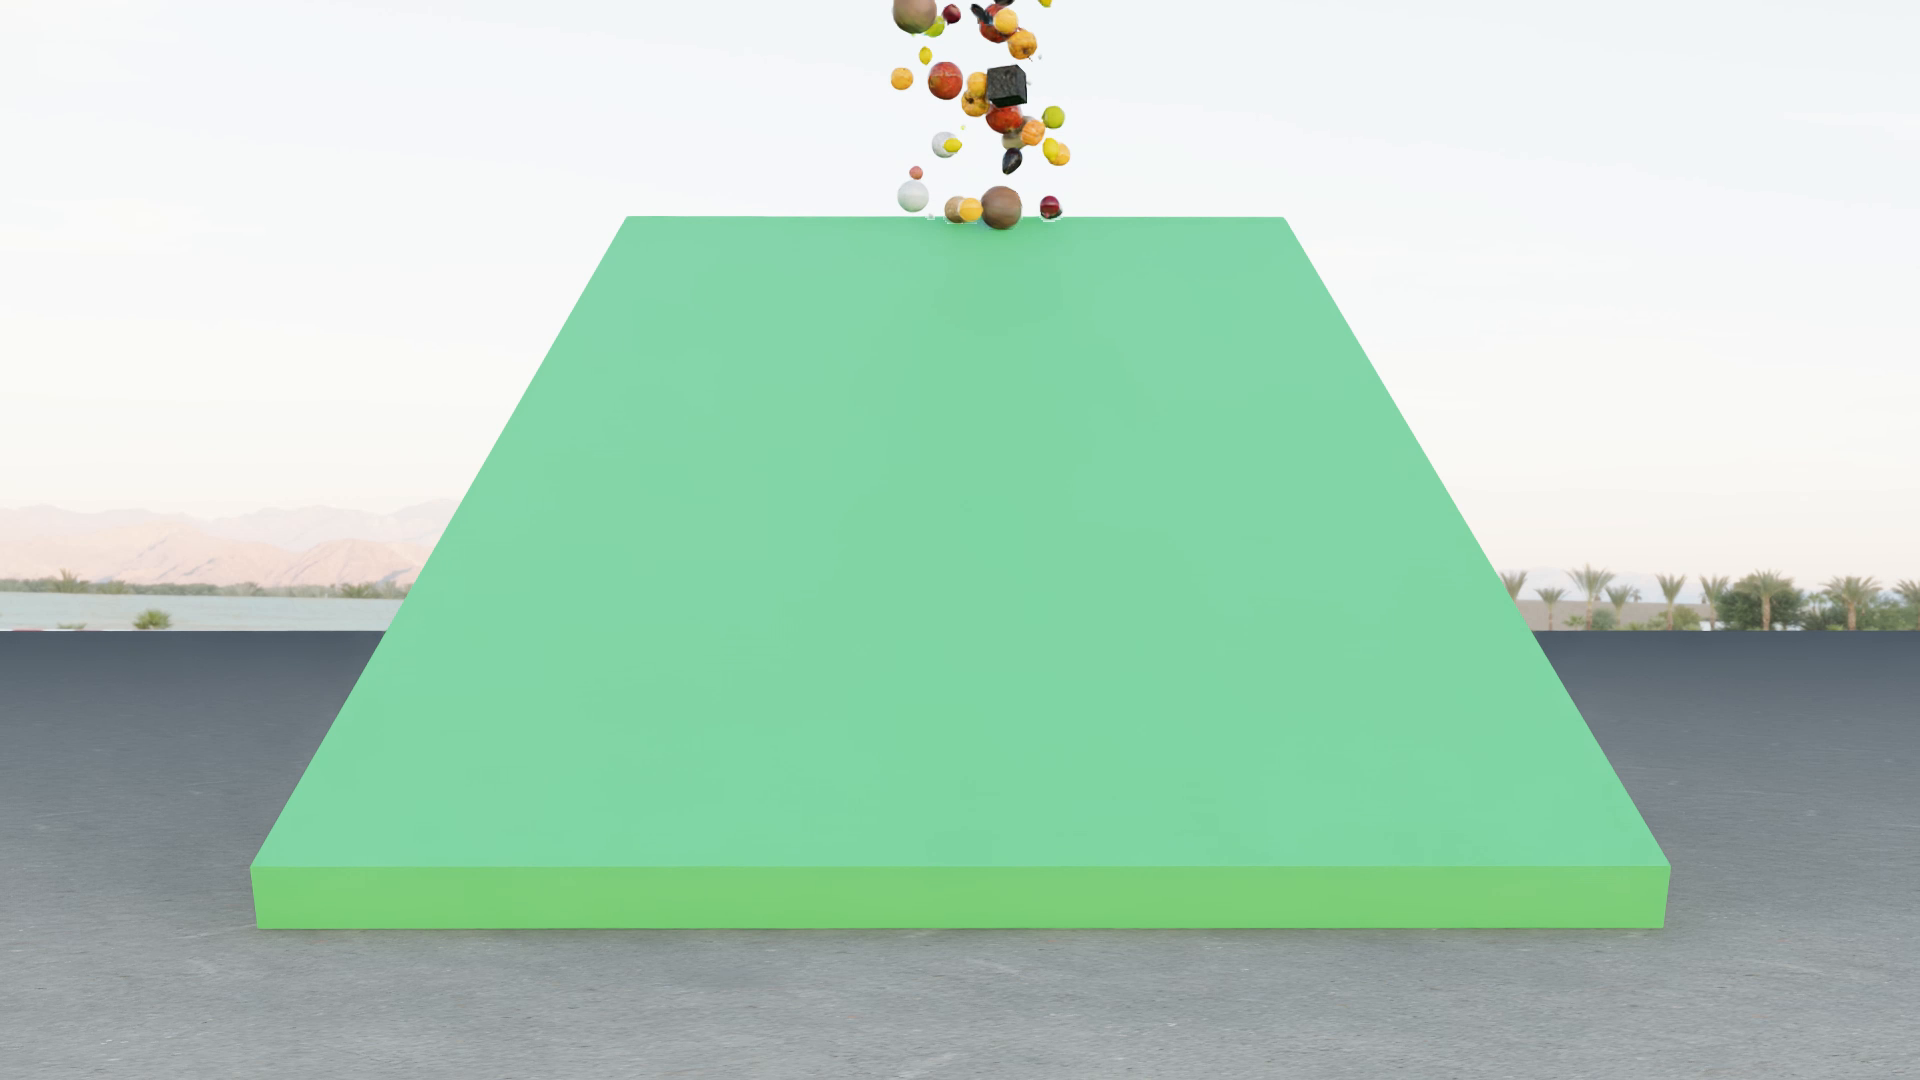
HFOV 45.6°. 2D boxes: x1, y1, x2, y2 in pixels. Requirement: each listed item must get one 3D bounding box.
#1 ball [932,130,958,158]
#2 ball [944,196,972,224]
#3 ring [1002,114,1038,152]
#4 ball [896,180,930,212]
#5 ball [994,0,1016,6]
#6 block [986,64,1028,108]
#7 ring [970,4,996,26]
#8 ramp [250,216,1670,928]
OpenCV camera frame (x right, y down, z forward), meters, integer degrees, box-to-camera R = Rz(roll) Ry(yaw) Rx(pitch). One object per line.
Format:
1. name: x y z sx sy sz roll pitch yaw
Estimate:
1. ball: -0.045 -1.178 6.807 0.083 0.083 0.083 0 -2 0
2. ball: -0.006 -0.990 6.843 0.083 0.083 0.083 0 -2 0
3. ring: 0.178 -1.215 6.822 0.126 0.126 0.042 -2 -33 46
4. ball: -0.136 -0.999 6.641 0.096 0.096 0.096 0 -2 0
5. ball: 0.130 -1.590 6.643 0.075 0.075 0.075 0 -2 0
6. block: 0.136 -1.311 6.594 0.092 0.092 0.092 -5 -7 18
7. ring: 0.066 -1.512 6.575 0.087 0.029 0.087 38 13 -10
8. ramp: -0.006 -0.216 5.097 2.000 0.100 4.000 0 21 0
